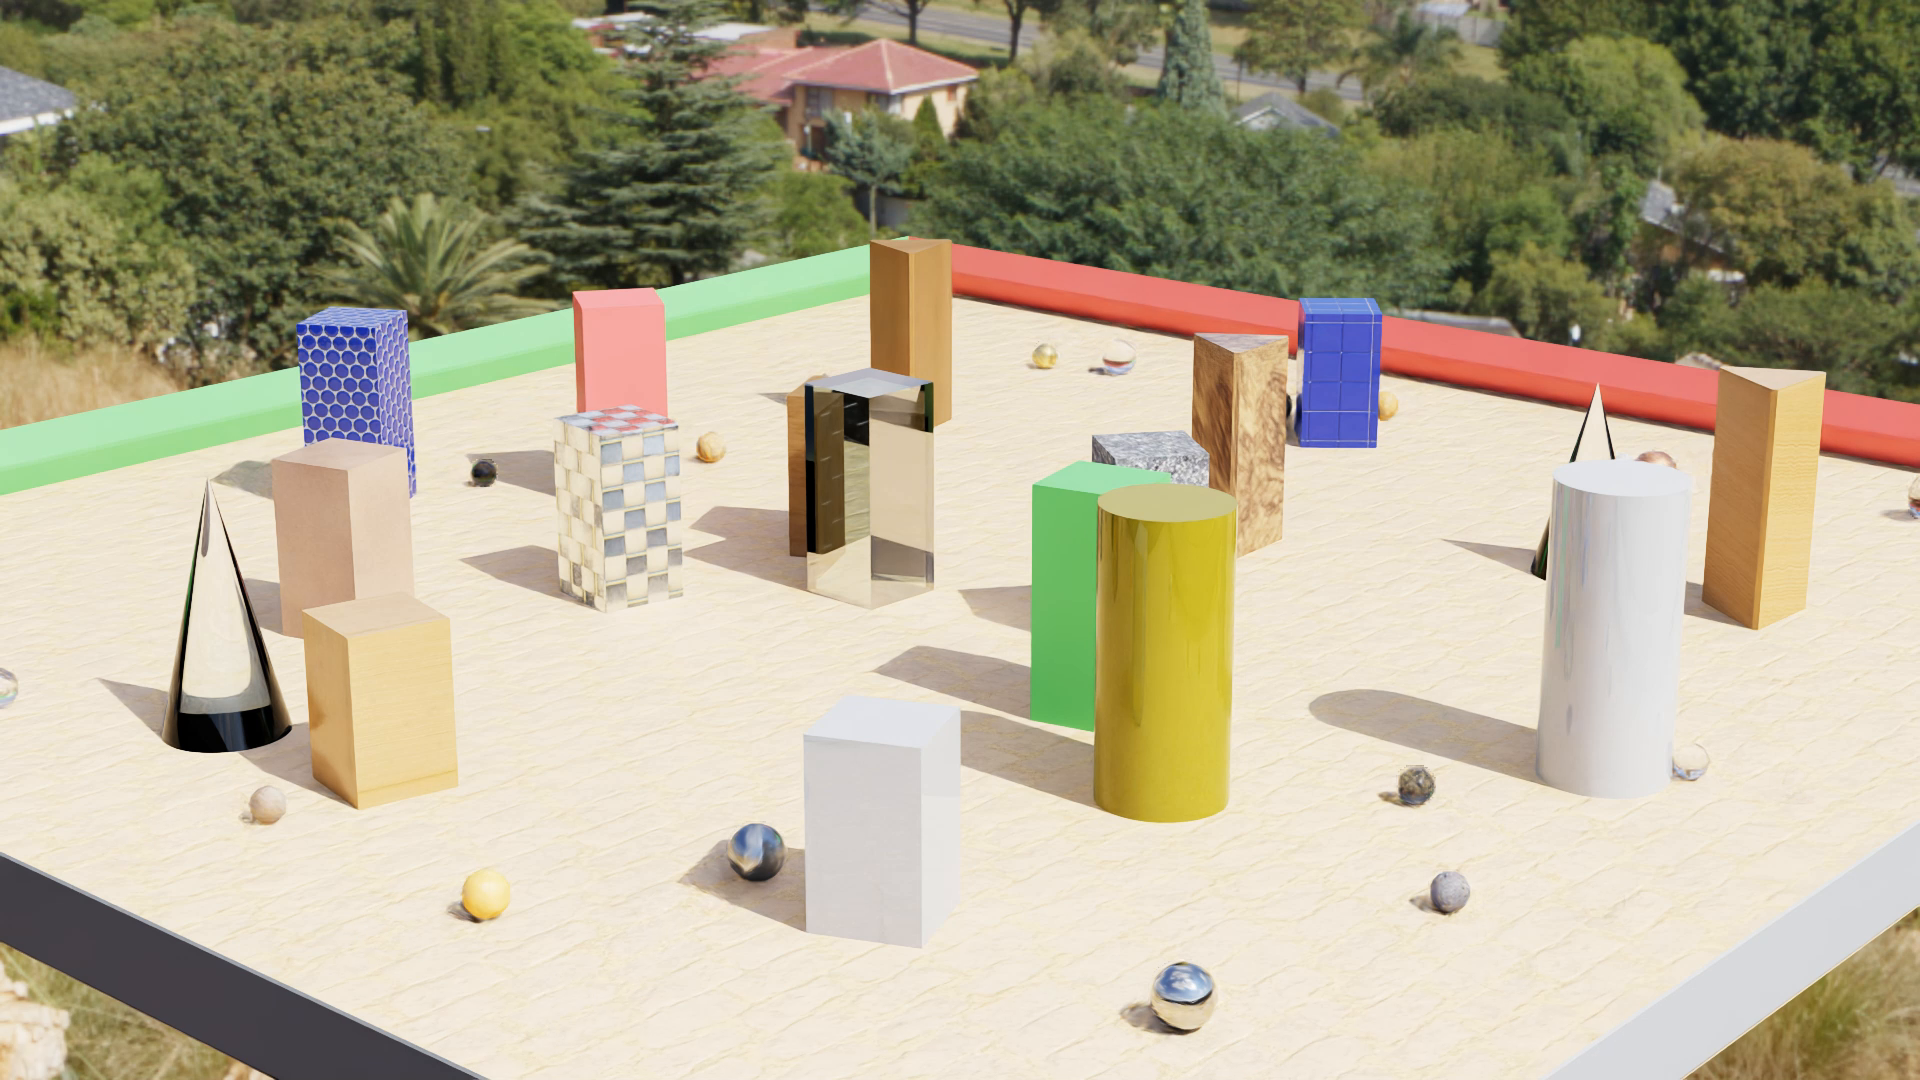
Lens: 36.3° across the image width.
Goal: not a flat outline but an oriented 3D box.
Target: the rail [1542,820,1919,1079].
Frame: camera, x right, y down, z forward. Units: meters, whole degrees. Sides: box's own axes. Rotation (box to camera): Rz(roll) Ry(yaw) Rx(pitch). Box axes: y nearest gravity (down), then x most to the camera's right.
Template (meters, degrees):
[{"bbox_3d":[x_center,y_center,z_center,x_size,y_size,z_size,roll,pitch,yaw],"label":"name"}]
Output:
[{"bbox_3d":[1.365,0.374,3.985,0.045,0.128,3.805,14,22,39],"label":"rail"}]

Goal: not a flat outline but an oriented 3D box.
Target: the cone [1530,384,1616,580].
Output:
[{"bbox_3d":[1.123,-0.111,5.211,0.197,0.350,0.197,0,17,0],"label":"cone"}]

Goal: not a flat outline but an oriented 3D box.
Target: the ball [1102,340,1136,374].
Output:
[{"bbox_3d":[0.364,-0.418,6.699,0.080,0.080,0.080,0,17,0],"label":"ball"}]

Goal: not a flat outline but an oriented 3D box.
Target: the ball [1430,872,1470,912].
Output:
[{"bbox_3d":[0.641,0.460,3.835,0.053,0.053,0.053,0,17,0],"label":"ball"}]

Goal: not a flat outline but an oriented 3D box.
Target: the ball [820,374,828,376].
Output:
[{"bbox_3d":[-0.302,-0.347,6.522,0.045,0.045,0.045,0,17,0],"label":"ball"}]

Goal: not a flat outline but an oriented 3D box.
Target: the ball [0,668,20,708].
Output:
[{"bbox_3d":[-1.501,0.231,4.571,0.066,0.066,0.066,0,17,0],"label":"ball"}]

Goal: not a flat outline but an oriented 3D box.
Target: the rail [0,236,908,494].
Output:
[{"bbox_3d":[-1.365,-0.310,6.255,0.045,0.128,3.805,14,22,39],"label":"rail"}]

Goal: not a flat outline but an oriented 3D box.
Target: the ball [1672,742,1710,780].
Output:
[{"bbox_3d":[1.069,0.323,4.287,0.053,0.053,0.053,0,17,0],"label":"ball"}]

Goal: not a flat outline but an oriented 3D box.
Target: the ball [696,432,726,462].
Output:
[{"bbox_3d":[-0.506,-0.189,5.969,0.062,0.062,0.062,0,17,0],"label":"ball"}]

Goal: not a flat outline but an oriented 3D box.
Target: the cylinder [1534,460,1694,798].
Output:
[{"bbox_3d":[0.945,0.127,4.244,0.197,0.452,0.197,0,17,0],"label":"cylinder"}]

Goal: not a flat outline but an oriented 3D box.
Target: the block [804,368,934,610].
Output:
[{"bbox_3d":[-0.157,-0.091,5.101,0.157,0.376,0.157,15,22,41],"label":"block"}]

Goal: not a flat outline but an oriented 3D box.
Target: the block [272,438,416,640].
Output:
[{"bbox_3d":[-1.030,0.004,4.907,0.157,0.307,0.157,8,19,25],"label":"block"}]

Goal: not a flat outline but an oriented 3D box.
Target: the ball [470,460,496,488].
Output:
[{"bbox_3d":[-0.941,-0.130,5.794,0.052,0.052,0.052,0,17,0],"label":"ball"}]

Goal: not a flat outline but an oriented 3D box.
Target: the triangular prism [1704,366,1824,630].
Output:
[{"bbox_3d":[1.346,-0.080,4.993,0.147,0.417,0.170,15,23,41],"label":"triangular prism"}]

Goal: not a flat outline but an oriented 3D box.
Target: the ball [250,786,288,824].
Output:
[{"bbox_3d":[-0.973,0.372,4.125,0.052,0.052,0.052,0,17,0],"label":"ball"}]

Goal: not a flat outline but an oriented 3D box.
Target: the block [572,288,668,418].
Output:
[{"bbox_3d":[-0.658,-0.279,5.701,0.157,0.390,0.157,-4,17,-13],"label":"block"}]

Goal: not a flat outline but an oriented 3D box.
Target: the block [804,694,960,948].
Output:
[{"bbox_3d":[-0.099,0.361,3.782,0.157,0.272,0.157,5,18,17],"label":"block"}]

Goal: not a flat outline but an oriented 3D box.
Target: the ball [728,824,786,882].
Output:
[{"bbox_3d":[-0.272,0.418,3.927,0.078,0.078,0.078,0,17,0],"label":"ball"}]

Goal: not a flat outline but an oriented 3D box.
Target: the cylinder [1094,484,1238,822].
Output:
[{"bbox_3d":[0.290,0.159,4.159,0.197,0.442,0.197,0,17,0],"label":"cylinder"}]

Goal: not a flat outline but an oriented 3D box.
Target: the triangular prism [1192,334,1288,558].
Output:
[{"bbox_3d":[0.488,-0.181,5.385,0.147,0.386,0.170,13,21,36],"label":"triangular prism"}]

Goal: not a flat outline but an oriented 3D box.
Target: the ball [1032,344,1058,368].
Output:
[{"bbox_3d":[0.196,-0.423,6.753,0.058,0.058,0.058,0,17,0],"label":"ball"}]

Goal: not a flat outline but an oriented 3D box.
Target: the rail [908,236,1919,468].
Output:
[{"bbox_3d":[1.232,-0.377,6.478,3.662,0.128,0.045,14,22,39],"label":"rail"}]

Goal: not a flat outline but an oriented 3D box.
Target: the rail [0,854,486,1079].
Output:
[{"bbox_3d":[-1.232,0.441,3.762,3.662,0.128,0.045,14,22,39],"label":"rail"}]

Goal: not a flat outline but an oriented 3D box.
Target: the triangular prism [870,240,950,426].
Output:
[{"bbox_3d":[-0.082,-0.437,6.225,0.147,0.391,0.170,-10,20,-30],"label":"triangular prism"}]

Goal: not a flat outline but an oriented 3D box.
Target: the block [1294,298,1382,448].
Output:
[{"bbox_3d":[0.788,-0.349,6.119,0.157,0.283,0.157,0,17,2],"label":"block"}]

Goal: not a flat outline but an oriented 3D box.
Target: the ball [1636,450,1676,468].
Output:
[{"bbox_3d":[1.356,-0.131,5.730,0.089,0.089,0.089,0,17,0],"label":"ball"}]

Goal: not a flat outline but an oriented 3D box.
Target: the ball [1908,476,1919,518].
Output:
[{"bbox_3d":[1.845,-0.081,5.559,0.093,0.093,0.093,0,17,0],"label":"ball"}]

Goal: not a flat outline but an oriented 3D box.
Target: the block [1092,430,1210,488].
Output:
[{"bbox_3d":[0.312,0.003,4.862,0.157,0.334,0.157,-3,17,-11],"label":"block"}]

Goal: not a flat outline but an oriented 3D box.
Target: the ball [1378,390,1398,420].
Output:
[{"bbox_3d":[0.911,-0.289,6.301,0.064,0.064,0.064,0,17,0],"label":"ball"}]

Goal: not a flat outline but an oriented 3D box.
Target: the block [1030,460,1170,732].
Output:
[{"bbox_3d":[0.215,0.088,4.502,0.157,0.379,0.157,9,19,27],"label":"block"}]

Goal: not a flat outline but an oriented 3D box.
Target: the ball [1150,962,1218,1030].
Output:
[{"bbox_3d":[0.267,0.545,3.502,0.082,0.082,0.082,0,17,0],"label":"ball"}]

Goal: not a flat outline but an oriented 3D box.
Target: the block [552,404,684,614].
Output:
[{"bbox_3d":[-0.593,-0.056,5.093,0.157,0.314,0.157,-12,21,-35],"label":"block"}]

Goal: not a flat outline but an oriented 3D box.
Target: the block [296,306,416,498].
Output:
[{"bbox_3d":[-1.158,-0.249,5.639,0.157,0.368,0.157,3,17,11],"label":"block"}]

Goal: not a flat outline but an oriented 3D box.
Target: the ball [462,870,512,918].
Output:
[{"bbox_3d":[-0.616,0.460,3.813,0.064,0.064,0.064,0,17,0],"label":"ball"}]

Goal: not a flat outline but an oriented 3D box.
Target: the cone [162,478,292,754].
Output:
[{"bbox_3d":[-1.121,0.097,4.427,0.197,0.405,0.197,0,17,0],"label":"cone"}]

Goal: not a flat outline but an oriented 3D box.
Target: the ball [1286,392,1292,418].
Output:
[{"bbox_3d":[0.670,-0.287,6.264,0.081,0.081,0.081,0,17,0],"label":"ball"}]

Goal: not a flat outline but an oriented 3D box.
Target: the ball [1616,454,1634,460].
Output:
[{"bbox_3d":[1.311,-0.139,5.805,0.063,0.063,0.063,0,17,0],"label":"ball"}]

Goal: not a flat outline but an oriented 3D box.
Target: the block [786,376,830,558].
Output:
[{"bbox_3d":[-0.216,-0.131,5.365,0.157,0.301,0.157,4,17,14],"label":"block"}]

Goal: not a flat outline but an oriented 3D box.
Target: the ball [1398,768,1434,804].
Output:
[{"bbox_3d":[0.652,0.352,4.192,0.053,0.053,0.053,0,17,0],"label":"ball"}]

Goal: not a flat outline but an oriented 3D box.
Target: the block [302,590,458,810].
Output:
[{"bbox_3d":[-0.838,0.230,4.242,0.157,0.258,0.157,-12,20,-34],"label":"block"}]
